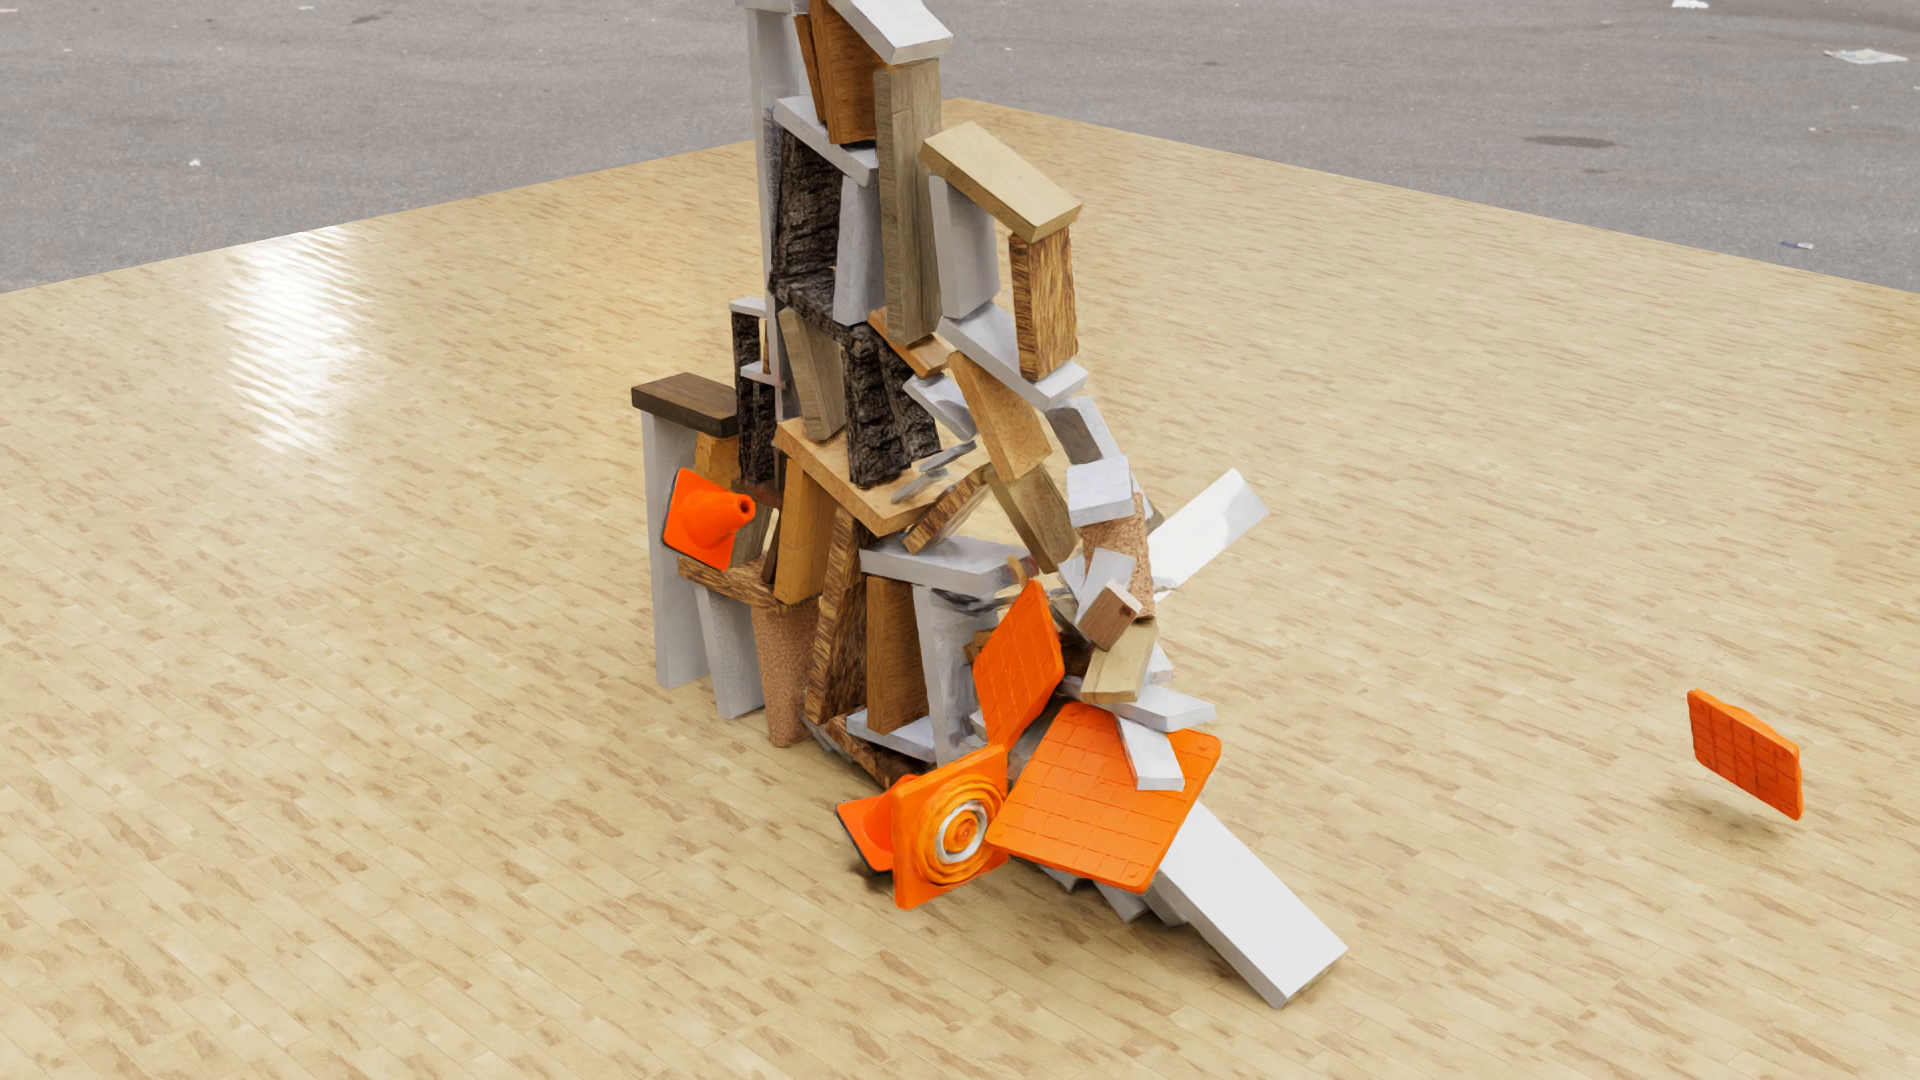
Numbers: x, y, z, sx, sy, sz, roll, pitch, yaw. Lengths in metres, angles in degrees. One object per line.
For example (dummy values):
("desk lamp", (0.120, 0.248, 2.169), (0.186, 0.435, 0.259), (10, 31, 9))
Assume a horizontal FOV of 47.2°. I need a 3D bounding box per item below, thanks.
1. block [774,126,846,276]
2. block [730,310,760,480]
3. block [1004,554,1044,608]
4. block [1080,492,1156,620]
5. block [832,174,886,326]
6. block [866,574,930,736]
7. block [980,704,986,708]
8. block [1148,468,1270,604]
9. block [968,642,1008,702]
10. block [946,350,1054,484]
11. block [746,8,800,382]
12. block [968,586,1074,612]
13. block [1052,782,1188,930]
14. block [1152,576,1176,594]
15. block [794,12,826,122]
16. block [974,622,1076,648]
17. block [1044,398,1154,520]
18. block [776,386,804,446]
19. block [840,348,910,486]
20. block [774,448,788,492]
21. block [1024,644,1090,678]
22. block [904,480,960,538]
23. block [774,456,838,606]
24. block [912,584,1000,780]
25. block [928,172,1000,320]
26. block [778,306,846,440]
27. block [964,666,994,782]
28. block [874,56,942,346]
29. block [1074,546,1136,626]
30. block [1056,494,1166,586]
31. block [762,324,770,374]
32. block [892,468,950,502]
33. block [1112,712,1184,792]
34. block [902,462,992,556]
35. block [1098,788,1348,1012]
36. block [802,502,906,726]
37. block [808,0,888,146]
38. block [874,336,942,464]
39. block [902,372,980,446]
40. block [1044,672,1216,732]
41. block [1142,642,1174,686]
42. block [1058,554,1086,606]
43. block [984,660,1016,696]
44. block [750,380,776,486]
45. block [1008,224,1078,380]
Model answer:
("block", (-0.285, -0.665, 4.269), (0.143, 0.285, 0.040), (-17, 35, -39))
("block", (-0.437, -0.304, 4.561), (0.058, 0.369, 0.016), (-21, 30, -40))
("block", (0.122, 0.078, 4.162), (0.015, 0.103, 0.052), (-33, 17, -5))
("block", (0.278, 0.033, 3.902), (0.111, 0.222, 0.031), (-8, -10, 16))
("block", (-0.167, -0.559, 4.164), (0.040, 0.285, 0.143), (27, 33, 36))
("block", (-0.114, 0.213, 4.461), (0.047, 0.333, 0.166), (19, 27, 39))
("block", (0.107, 0.353, 4.307), (0.065, 0.018, 0.130), (-18, 38, -37))
("block", (0.448, -0.007, 4.215), (0.289, 0.111, 0.031), (-38, -4, -11))
("block", (0.097, 0.280, 4.283), (0.096, 0.027, 0.193), (-6, 62, -33))
("block", (0.076, -0.251, 4.109), (0.037, 0.260, 0.130), (-13, 16, 41))
("block", (-0.349, -0.678, 4.323), (0.028, 0.739, 0.099), (18, 29, 42))
("block", (0.147, 0.112, 4.239), (0.295, 0.015, 0.052), (-11, -13, 38))
("block", (0.335, 0.532, 4.082), (0.174, 0.348, 0.049), (-45, 6, -37))
("block", (0.322, 0.087, 3.992), (0.062, 0.018, 0.136), (9, -16, -41))
("block", (-0.246, -0.892, 4.116), (0.028, 0.197, 0.099), (-1, 19, 41))
("block", (0.146, 0.180, 4.196), (0.099, 0.028, 0.270), (-13, 5, -36))
("block", (0.259, -0.149, 4.142), (0.037, 0.260, 0.130), (-37, 19, -22))
("block", (-0.347, -0.260, 4.496), (0.018, 0.129, 0.064), (19, 29, 36))
("block", (-0.163, -0.254, 4.298), (0.038, 0.268, 0.134), (16, 27, 40))
("block", (-0.363, -0.152, 4.560), (0.013, 0.093, 0.046), (21, 31, 38))
("block", (0.211, 0.217, 4.064), (0.099, 0.028, 0.198), (-12, 10, -27))
("block", (-0.046, -0.059, 4.301), (0.056, 0.178, 0.016), (-31, 79, -41))
("block", (-0.296, -0.039, 4.536), (0.046, 0.326, 0.163), (29, 35, 32))
("block", (0.011, 0.262, 4.362), (0.166, 0.395, 0.047), (-16, 13, -37))
("block", (0.010, -0.552, 3.985), (0.038, 0.269, 0.135), (14, 34, 32))
("block", (-0.282, -0.348, 4.369), (0.038, 0.268, 0.134), (-1, 25, 28))
("block", (0.052, 0.358, 4.360), (0.065, 0.232, 0.018), (-14, 12, -39))
("block", (-0.086, -0.620, 4.043), (0.039, 0.511, 0.138), (17, 32, 35))
("block", (0.255, 0.092, 3.863), (0.072, 0.145, 0.021), (17, 7, 15))
("block", (0.313, 0.025, 4.429), (0.242, 0.121, 0.034), (-50, 32, -10))
("block", (-0.375, -0.400, 4.462), (0.016, 0.116, 0.058), (18, 27, 22))
("block", (-0.078, -0.108, 4.278), (0.056, 0.016, 0.113), (-16, -9, -45))
("block", (0.310, 0.324, 3.749), (0.072, 0.021, 0.622), (3, 11, -2))
("block", (-0.002, -0.067, 4.266), (0.034, 0.242, 0.121), (52, 41, 9))
("block", (0.468, 0.623, 3.945), (0.174, 0.049, 0.460), (-28, 62, -36))
("block", (-0.212, 0.136, 4.523), (0.163, 0.518, 0.046), (-19, 40, -42))
("block", (-0.194, -0.875, 4.038), (0.138, 0.276, 0.039), (-19, 18, -37))
("block", (-0.099, -0.276, 4.210), (0.023, 0.246, 0.082), (-6, 11, 46))
("block", (-0.022, -0.259, 4.157), (0.164, 0.023, 0.082), (41, 47, 5))
("block", (0.293, 0.274, 3.860), (0.096, 0.027, 0.419), (-12, 12, -25))
("block", (0.302, 0.191, 3.930), (0.096, 0.027, 0.193), (-5, 34, -16))
("block", (0.232, 0.074, 4.114), (0.062, 0.018, 0.124), (-22, 35, -4))
("block", (0.135, 0.308, 4.236), (0.096, 0.027, 0.193), (-19, 70, -28))
("block", (-0.402, -0.229, 4.559), (0.018, 0.235, 0.064), (27, 34, 35))
("block", (0.150, -0.436, 3.926), (0.038, 0.269, 0.135), (14, 35, 33))
